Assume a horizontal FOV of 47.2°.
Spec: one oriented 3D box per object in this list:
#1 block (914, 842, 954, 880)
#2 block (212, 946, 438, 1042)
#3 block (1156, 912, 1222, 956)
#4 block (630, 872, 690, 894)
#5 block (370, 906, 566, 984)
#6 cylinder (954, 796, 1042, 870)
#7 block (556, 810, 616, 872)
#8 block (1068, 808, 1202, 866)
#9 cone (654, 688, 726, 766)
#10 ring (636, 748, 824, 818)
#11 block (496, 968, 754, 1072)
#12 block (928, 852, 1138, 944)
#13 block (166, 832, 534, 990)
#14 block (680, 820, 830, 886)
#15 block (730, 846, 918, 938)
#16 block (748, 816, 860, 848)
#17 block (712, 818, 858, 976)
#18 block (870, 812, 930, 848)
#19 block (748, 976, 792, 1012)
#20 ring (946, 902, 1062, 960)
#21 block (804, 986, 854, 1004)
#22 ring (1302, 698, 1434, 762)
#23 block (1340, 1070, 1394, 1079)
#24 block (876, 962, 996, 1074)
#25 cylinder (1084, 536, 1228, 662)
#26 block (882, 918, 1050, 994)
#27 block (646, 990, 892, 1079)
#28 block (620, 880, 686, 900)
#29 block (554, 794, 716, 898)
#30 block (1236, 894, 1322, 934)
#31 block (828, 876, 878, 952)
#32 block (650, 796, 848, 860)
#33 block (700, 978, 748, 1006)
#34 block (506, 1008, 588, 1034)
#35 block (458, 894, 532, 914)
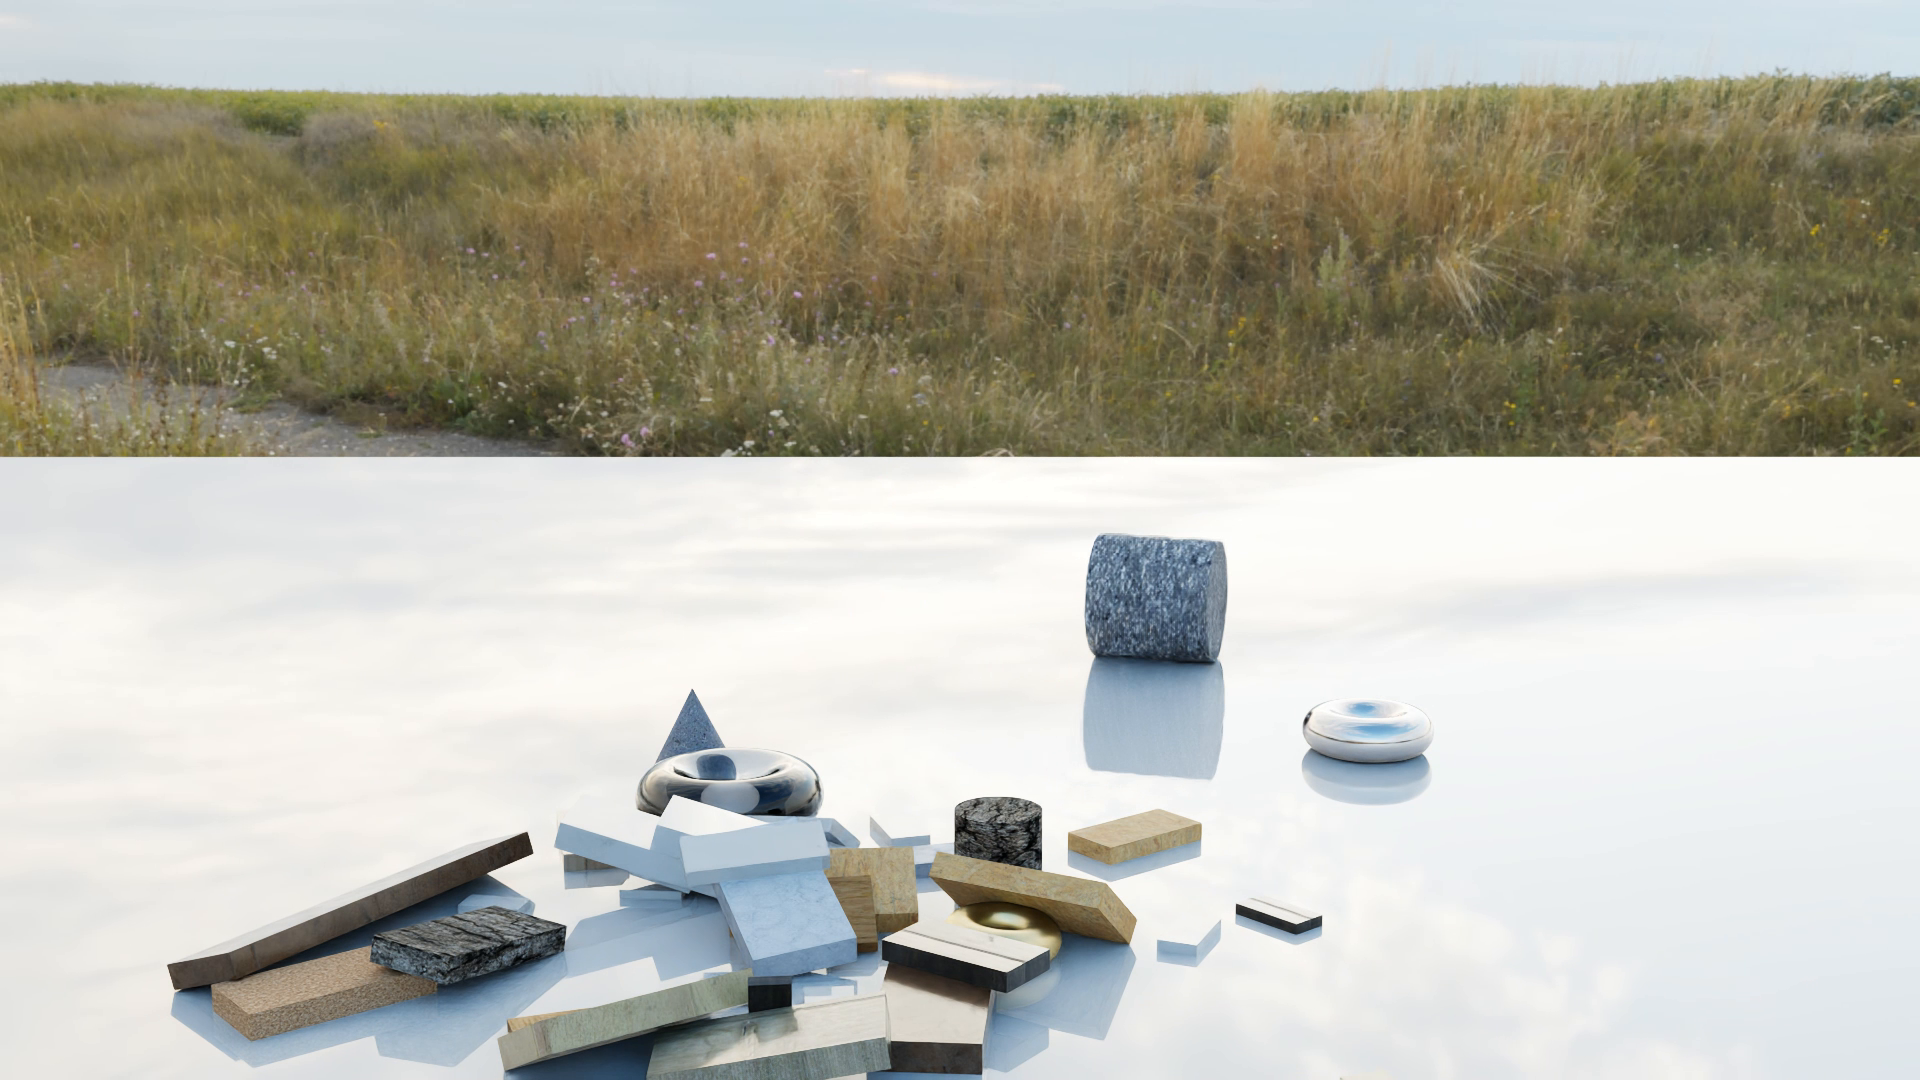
[{"bbox_3d":[-0.078,0.555,3.785,0.186,0.026,0.093,-3,11,-18],"label":"block"},{"bbox_3d":[-0.926,0.655,3.210,0.283,0.040,0.141,-9,14,-39],"label":"block"},{"bbox_3d":[0.361,0.620,3.457,0.064,0.018,0.129,5,11,23],"label":"block"},{"bbox_3d":[-0.493,0.558,3.662,0.104,0.015,0.052,17,11,3],"label":"block"},{"bbox_3d":[-0.737,0.608,3.315,0.141,0.040,0.283,10,5,26],"label":"block"},{"bbox_3d":[0.063,0.518,3.654,0.147,0.147,0.147,0,11,0],"label":"cylinder"},{"bbox_3d":[-0.654,0.530,3.907,0.112,0.032,0.254,-2,11,-13],"label":"block"},{"bbox_3d":[0.312,0.527,3.919,0.223,0.032,0.112,-8,13,-38],"label":"block"},{"bbox_3d":[-0.520,0.379,4.290,0.189,0.189,0.189,0,11,0],"label":"cone"},{"bbox_3d":[-0.421,0.467,4.026,0.345,0.115,0.345,0,9,0],"label":"ring"},{"bbox_3d":[-0.453,0.655,3.009,0.318,0.045,0.159,-8,-15,-35],"label":"block"},{"bbox_3d":[0.115,0.563,3.463,0.298,0.042,0.149,6,-28,29],"label":"block"},{"bbox_3d":[-0.948,0.580,3.492,0.141,0.040,0.650,-15,1,31],"label":"block"},{"bbox_3d":[-0.324,0.493,3.465,0.226,0.026,0.093,-6,29,-11],"label":"block"},{"bbox_3d":[-0.220,0.564,3.529,0.298,0.042,0.149,-1,36,-5],"label":"block"},{"bbox_3d":[-0.275,0.511,3.805,0.186,0.026,0.093,-3,-33,32],"label":"block"},{"bbox_3d":[-0.286,0.557,3.425,0.161,0.046,0.322,-9,30,-18],"label":"block"},{"bbox_3d":[-0.109,0.524,3.970,0.072,0.021,0.145,-3,11,-18],"label":"block"},{"bbox_3d":[-0.261,0.650,3.025,0.059,0.119,0.017,-1,32,-6],"label":"block"},{"bbox_3d":[0.065,0.610,3.391,0.185,0.062,0.185,4,10,-1],"label":"ring"},{"bbox_3d":[-0.186,0.676,3.150,0.072,0.021,0.145,-1,11,-5],"label":"block"},{"bbox_3d":[0.837,0.389,4.513,0.268,0.089,0.268,0,9,0],"label":"ring"},{"bbox_3d":[0.555,0.730,2.868,0.064,0.018,0.129,-4,11,-19],"label":"block"},{"bbox_3d":[-0.036,0.669,3.120,0.158,0.045,0.315,1,11,4],"label":"block"},{"bbox_3d":[0.475,0.140,5.292,0.292,0.292,0.292,3,11,16],"label":"cylinder"},{"bbox_3d":[0.008,0.609,3.233,0.223,0.032,0.112,7,13,35],"label":"block"},{"bbox_3d":[-0.251,0.678,2.937,0.315,0.045,0.158,-9,11,0],"label":"block"},{"bbox_3d":[-0.511,0.583,3.666,0.104,0.015,0.052,1,11,5],"label":"block"},{"bbox_3d":[-0.503,0.517,3.689,0.322,0.046,0.161,17,11,1],"label":"block"},{"bbox_3d":[0.514,0.603,3.546,0.064,0.018,0.129,-9,14,-40],"label":"block"},{"bbox_3d":[-0.171,0.586,3.448,0.072,0.021,0.145,-2,36,-6],"label":"block"},{"bbox_3d":[-0.345,0.518,3.682,0.322,0.046,0.161,17,11,-1],"label":"block"},{"bbox_3d":[-0.330,0.664,3.225,0.119,0.017,0.059,1,11,7],"label":"block"},{"bbox_3d":[-0.574,0.687,3.103,0.119,0.017,0.059,-4,11,-20],"label":"block"},{"bbox_3d":[-0.759,0.597,3.589,0.104,0.015,0.052,2,11,12],"label":"block"}]
